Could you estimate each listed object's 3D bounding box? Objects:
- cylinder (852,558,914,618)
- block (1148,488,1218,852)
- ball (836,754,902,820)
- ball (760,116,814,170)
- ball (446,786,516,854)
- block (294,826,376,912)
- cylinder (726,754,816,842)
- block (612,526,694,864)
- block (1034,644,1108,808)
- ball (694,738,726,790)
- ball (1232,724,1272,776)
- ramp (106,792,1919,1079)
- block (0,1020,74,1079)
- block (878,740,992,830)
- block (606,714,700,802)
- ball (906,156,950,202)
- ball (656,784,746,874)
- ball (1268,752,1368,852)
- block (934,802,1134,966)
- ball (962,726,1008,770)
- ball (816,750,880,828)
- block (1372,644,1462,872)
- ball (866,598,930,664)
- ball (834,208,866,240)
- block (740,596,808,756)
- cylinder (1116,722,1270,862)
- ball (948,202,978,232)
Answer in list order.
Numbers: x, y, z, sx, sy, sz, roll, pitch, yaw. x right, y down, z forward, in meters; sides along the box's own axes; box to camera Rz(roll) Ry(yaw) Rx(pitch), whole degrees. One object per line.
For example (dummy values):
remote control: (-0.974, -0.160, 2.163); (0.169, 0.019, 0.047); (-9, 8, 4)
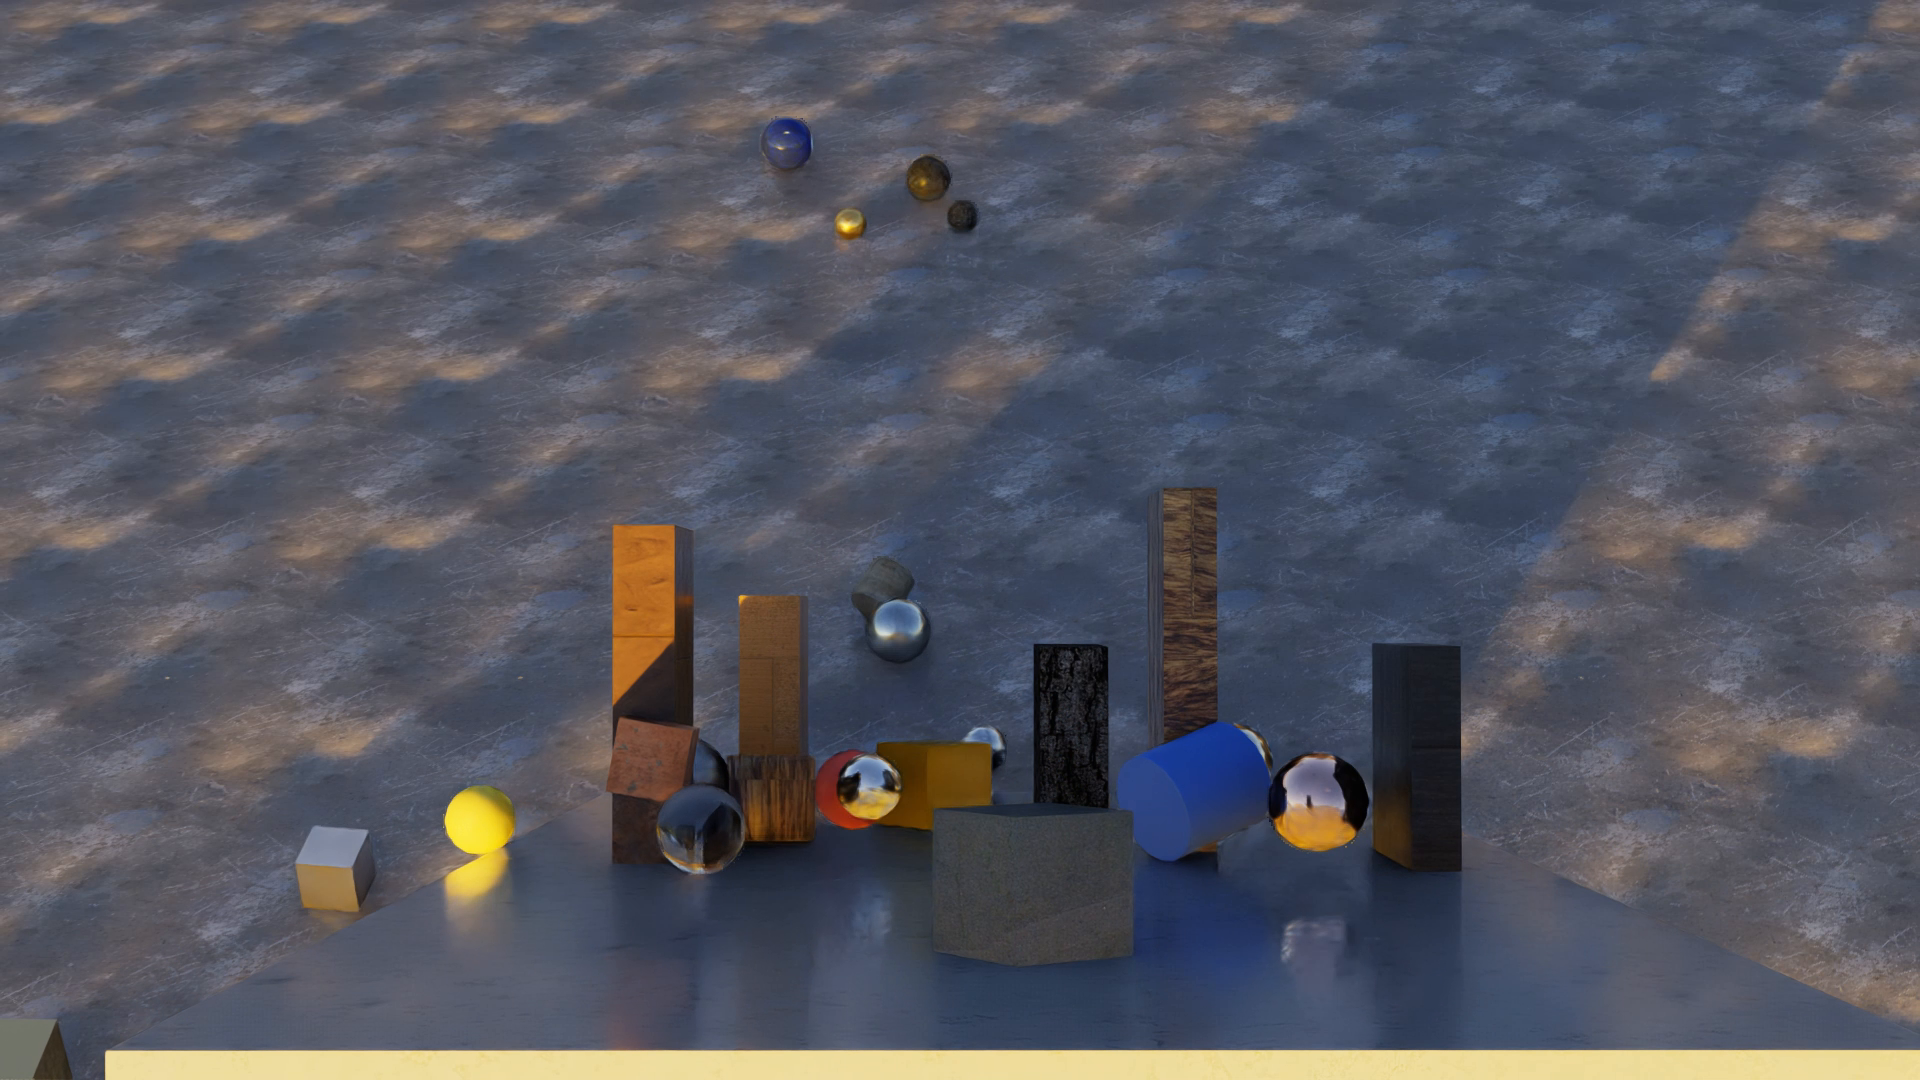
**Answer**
cylinder: (-0.223, 0.147, 7.528); (0.135, 0.135, 0.135); (19, 60, 25)
block: (0.454, 0.261, 5.329); (0.105, 0.718, 0.439); (0, -2, 0)
ball: (-0.190, 0.517, 5.442); (0.139, 0.139, 0.139); (0, 34, 0)
ball: (-0.664, -1.524, 9.972); (0.201, 0.201, 0.201); (0, 34, 0)
ball: (-0.974, 0.569, 5.277); (0.141, 0.141, 0.141); (0, 34, 0)
block: (-1.578, 0.832, 6.566); (0.146, 0.146, 0.146); (4, 34, 5)
cylinder: (-0.391, 0.532, 5.348); (0.177, 0.177, 0.177); (0, 34, -6)
block: (-0.595, 0.295, 5.059); (0.116, 0.636, 0.350); (0, -2, 0)
block: (0.165, 0.370, 3.910); (0.099, 0.423, 0.329); (0, -2, 0)
ball: (-0.600, 0.526, 5.618); (0.204, 0.204, 0.204); (0, 34, 0)
ball: (0.702, 0.561, 6.602); (0.186, 0.186, 0.186); (0, 34, 0)
ramp: (0.076, 0.656, 4.805); (2.000, 0.100, 4.000); (0, -2, 0)
block: (-2.171, 1.234, 5.937); (0.192, 0.192, 0.192); (0, 34, 0)
block: (-0.057, 0.541, 5.767); (0.181, 0.181, 0.181); (1, -2, -38)
block: (-0.568, 0.406, 4.812); (0.137, 0.137, 0.137); (10, -2, 0)
ball: (-0.119, -1.359, 9.760); (0.168, 0.168, 0.168); (0, 34, 0)
ball: (-0.467, 0.522, 4.687); (0.162, 0.162, 0.162); (0, 34, 0)
ball: (0.676, 0.494, 4.899); (0.187, 0.187, 0.187); (0, 34, 0)
block: (0.101, 0.474, 3.605); (0.199, 0.199, 0.199); (1, -2, -35)
ball: (0.065, 0.560, 6.985); (0.124, 0.124, 0.124); (0, 34, 0)
ball: (-0.229, 0.537, 5.589); (0.169, 0.169, 0.169); (0, 34, 0)
block: (0.869, 0.405, 4.961); (0.091, 0.410, 0.445); (0, -2, 0)
ball: (-0.176, 0.257, 7.375); (0.186, 0.186, 0.186); (0, 34, 0)
ball: (-0.402, -1.159, 9.512); (0.117, 0.117, 0.117); (0, 34, 0)
block: (-0.412, 0.378, 5.771); (0.129, 0.507, 0.334); (0, -2, 0)
cylinder: (0.447, 0.480, 4.959); (0.208, 0.208, 0.208); (-20, 39, -33)
ball: (0.010, -1.190, 9.560); (0.115, 0.115, 0.115); (0, 34, 0)
